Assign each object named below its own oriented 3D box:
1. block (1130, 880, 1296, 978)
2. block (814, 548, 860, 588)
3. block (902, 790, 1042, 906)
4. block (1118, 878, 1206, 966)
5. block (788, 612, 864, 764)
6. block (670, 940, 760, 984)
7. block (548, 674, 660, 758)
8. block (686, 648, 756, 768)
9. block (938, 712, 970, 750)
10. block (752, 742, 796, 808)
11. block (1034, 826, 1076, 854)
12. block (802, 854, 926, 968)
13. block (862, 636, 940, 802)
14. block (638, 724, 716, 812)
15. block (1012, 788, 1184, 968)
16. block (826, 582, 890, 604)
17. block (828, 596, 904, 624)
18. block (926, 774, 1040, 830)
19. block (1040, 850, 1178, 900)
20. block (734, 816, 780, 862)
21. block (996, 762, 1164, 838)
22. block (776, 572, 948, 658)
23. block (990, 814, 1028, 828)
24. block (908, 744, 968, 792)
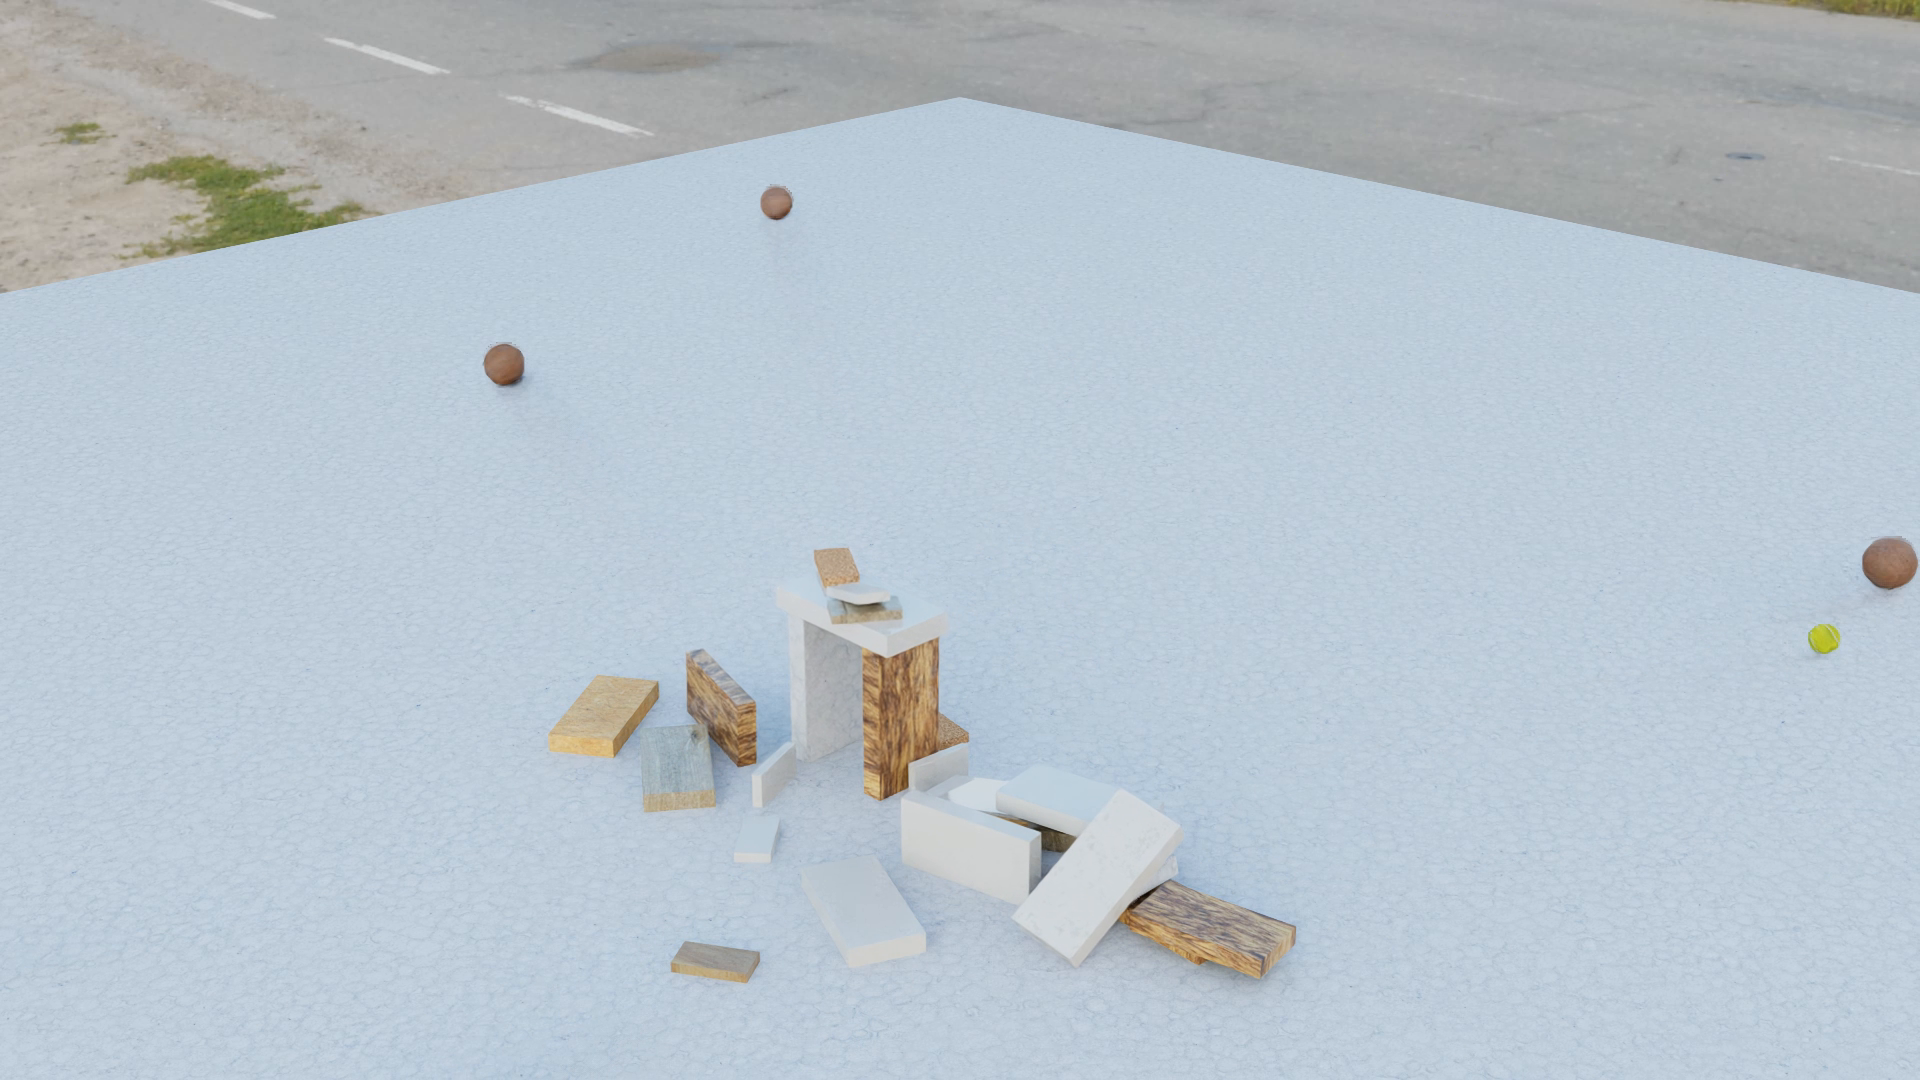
[{"bbox_3d":[0.455,0.700,3.966,0.266,0.038,0.133,15,27,32],"label":"block"},{"bbox_3d":[-0.259,0.057,4.616,0.075,0.021,0.150,-5,23,-11],"label":"block"},{"bbox_3d":[0.019,0.587,4.189,0.292,0.146,0.041,15,27,31],"label":"block"},{"bbox_3d":[0.389,0.692,4.081,0.133,0.038,0.266,-19,30,-38],"label":"block"},{"bbox_3d":[-0.279,0.288,4.650,0.168,0.337,0.048,-21,31,-41],"label":"block"},{"bbox_3d":[-0.439,0.758,3.949,0.143,0.020,0.072,6,24,13],"label":"block"},{"bbox_3d":[-0.775,0.383,4.806,0.145,0.041,0.290,5,23,11],"label":"block"},{"bbox_3d":[-0.515,0.359,4.729,0.041,0.145,0.290,-10,25,-27],"label":"block"},{"bbox_3d":[-0.053,0.408,4.771,0.075,0.021,0.150,-15,27,-31],"label":"block"},{"bbox_3d":[-0.381,0.483,4.527,0.021,0.075,0.151,10,25,22],"label":"block"},{"bbox_3d":[0.218,0.560,4.289,0.290,0.041,0.145,2,18,43],"label":"block"},{"bbox_3d":[-0.182,0.687,4.090,0.146,0.041,0.292,-8,24,-19],"label":"block"},{"bbox_3d":[-0.120,0.351,4.503,0.168,0.337,0.048,-21,31,-41],"label":"block"},{"bbox_3d":[-0.592,0.474,4.592,0.145,0.041,0.290,-4,23,-8],"label":"block"},{"bbox_3d":[0.253,0.615,4.017,0.146,0.041,0.319,30,70,35],"label":"block"},{"bbox_3d":[-0.206,0.108,4.445,0.071,0.020,0.142,-8,9,-29],"label":"block"},{"bbox_3d":[-0.191,0.140,4.419,0.143,0.020,0.072,-4,23,-10],"label":"block"},{"bbox_3d":[0.056,0.526,4.377,0.290,0.041,0.145,2,17,42],"label":"block"},{"bbox_3d":[0.268,0.620,4.171,0.133,0.038,0.266,-22,17,-41],"label":"block"},{"bbox_3d":[-0.400,0.590,4.344,0.072,0.020,0.143,1,23,3],"label":"block"},{"bbox_3d":[0.229,0.511,4.216,0.290,0.041,0.145,14,26,32],"label":"block"},{"bbox_3d":[-0.202,0.142,4.503,0.168,0.048,0.337,-21,31,-40],"label":"block"},{"bbox_3d":[0.055,0.571,4.279,0.196,0.071,0.020,6,21,41],"label":"block"},{"bbox_3d":[-0.044,0.476,4.549,0.142,0.071,0.020,-18,29,-35],"label":"block"}]
